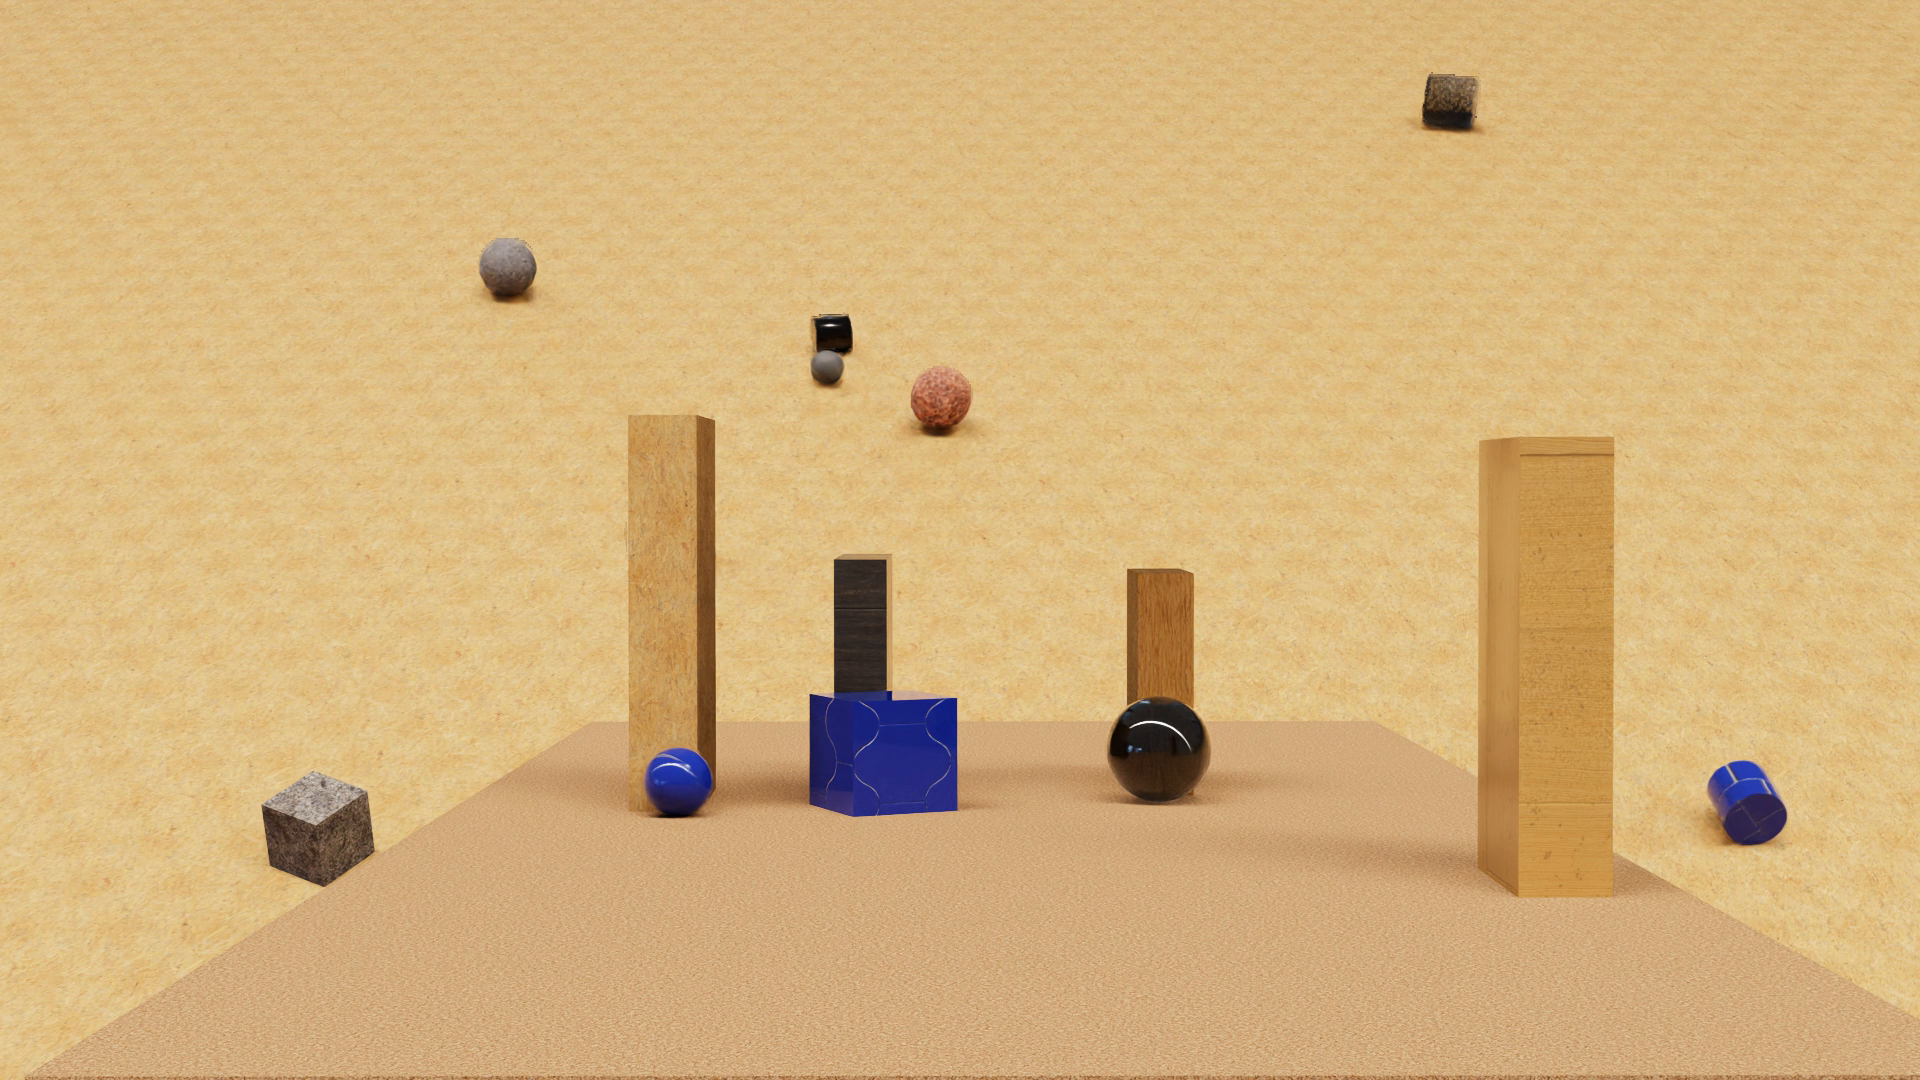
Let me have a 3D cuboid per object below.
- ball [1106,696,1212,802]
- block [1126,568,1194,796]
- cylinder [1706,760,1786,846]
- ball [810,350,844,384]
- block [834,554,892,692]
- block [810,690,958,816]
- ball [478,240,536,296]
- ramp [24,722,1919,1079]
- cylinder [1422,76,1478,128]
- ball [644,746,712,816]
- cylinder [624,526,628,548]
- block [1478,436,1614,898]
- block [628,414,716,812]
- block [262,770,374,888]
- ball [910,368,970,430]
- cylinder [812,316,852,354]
[{"bbox_3d":[0.375,0.394,4.871,0.200,0.200,0.200,0,27,0],"label":"ball"},{"bbox_3d":[0.396,0.275,5.128,0.108,0.428,0.318,0,1,0],"label":"block"},{"bbox_3d":[1.911,0.638,6.273,0.149,0.149,0.149,-1,27,-2],"label":"cylinder"},{"bbox_3d":[-0.449,-0.583,8.715,0.115,0.115,0.115,0,27,0],"label":"ball"},{"bbox_3d":[-0.189,0.261,5.107,0.101,0.457,0.421,0,1,0],"label":"block"},{"bbox_3d":[-0.143,0.392,4.782,0.208,0.208,0.208,-1,1,-26],"label":"block"},{"bbox_3d":[-1.650,-0.993,9.420,0.207,0.207,0.207,0,27,0],"label":"ball"},{"bbox_3d":[0.061,0.550,4.586,2.000,0.100,4.000,0,1,0],"label":"ramp"},{"bbox_3d":[2.131,-1.902,11.205,0.210,0.210,0.210,8,28,15],"label":"cylinder"},{"bbox_3d":[-0.510,0.436,4.662,0.125,0.125,0.125,0,27,0],"label":"ball"},{"bbox_3d":[-0.869,-0.019,7.555,0.160,0.160,0.160,15,30,26],"label":"cylinder"},{"bbox_3d":[0.872,0.181,3.859,0.136,0.664,0.292,0,1,0],"label":"block"},{"bbox_3d":[-0.543,0.131,4.900,0.125,0.726,0.363,0,1,0],"label":"block"},{"bbox_3d":[-1.528,0.687,6.149,0.174,0.174,0.174,15,31,27],"label":"block"},{"bbox_3d":[-0.063,-0.458,8.378,0.197,0.197,0.197,0,27,0],"label":"ball"},{"bbox_3d":[-0.445,-0.713,8.959,0.125,0.125,0.125,-6,27,-11],"label":"cylinder"}]
